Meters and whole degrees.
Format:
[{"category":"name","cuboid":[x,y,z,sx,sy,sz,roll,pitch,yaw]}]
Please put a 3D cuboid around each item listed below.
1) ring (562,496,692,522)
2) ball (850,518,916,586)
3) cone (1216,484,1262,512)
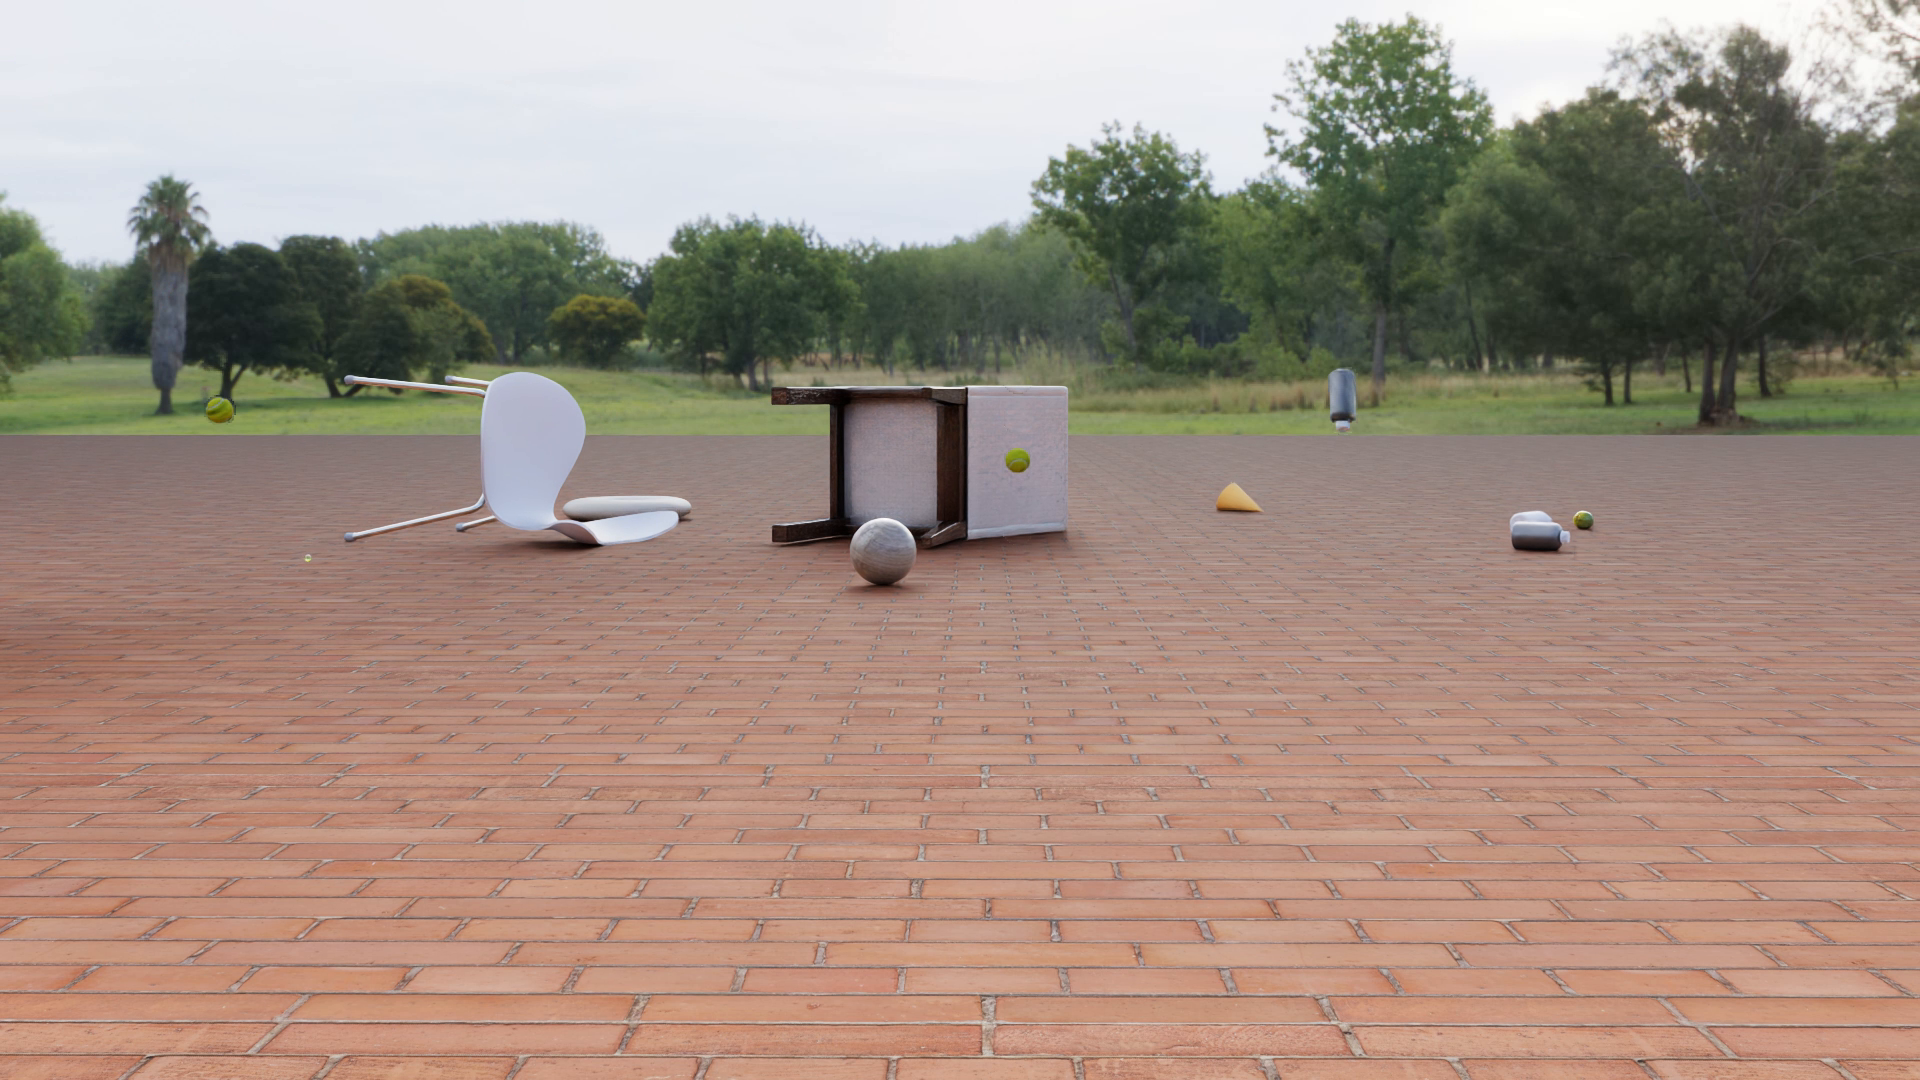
[{"category":"ring","cuboid":[-1.151,-0.109,7.603,0.451,0.073,0.417,1,5,22]},{"category":"ball","cuboid":[-0.176,0.026,5.040,0.153,0.153,0.153,0,4,0]},{"category":"cone","cuboid":[1.052,-0.132,8.102,0.169,0.089,0.128,25,54,38]}]
